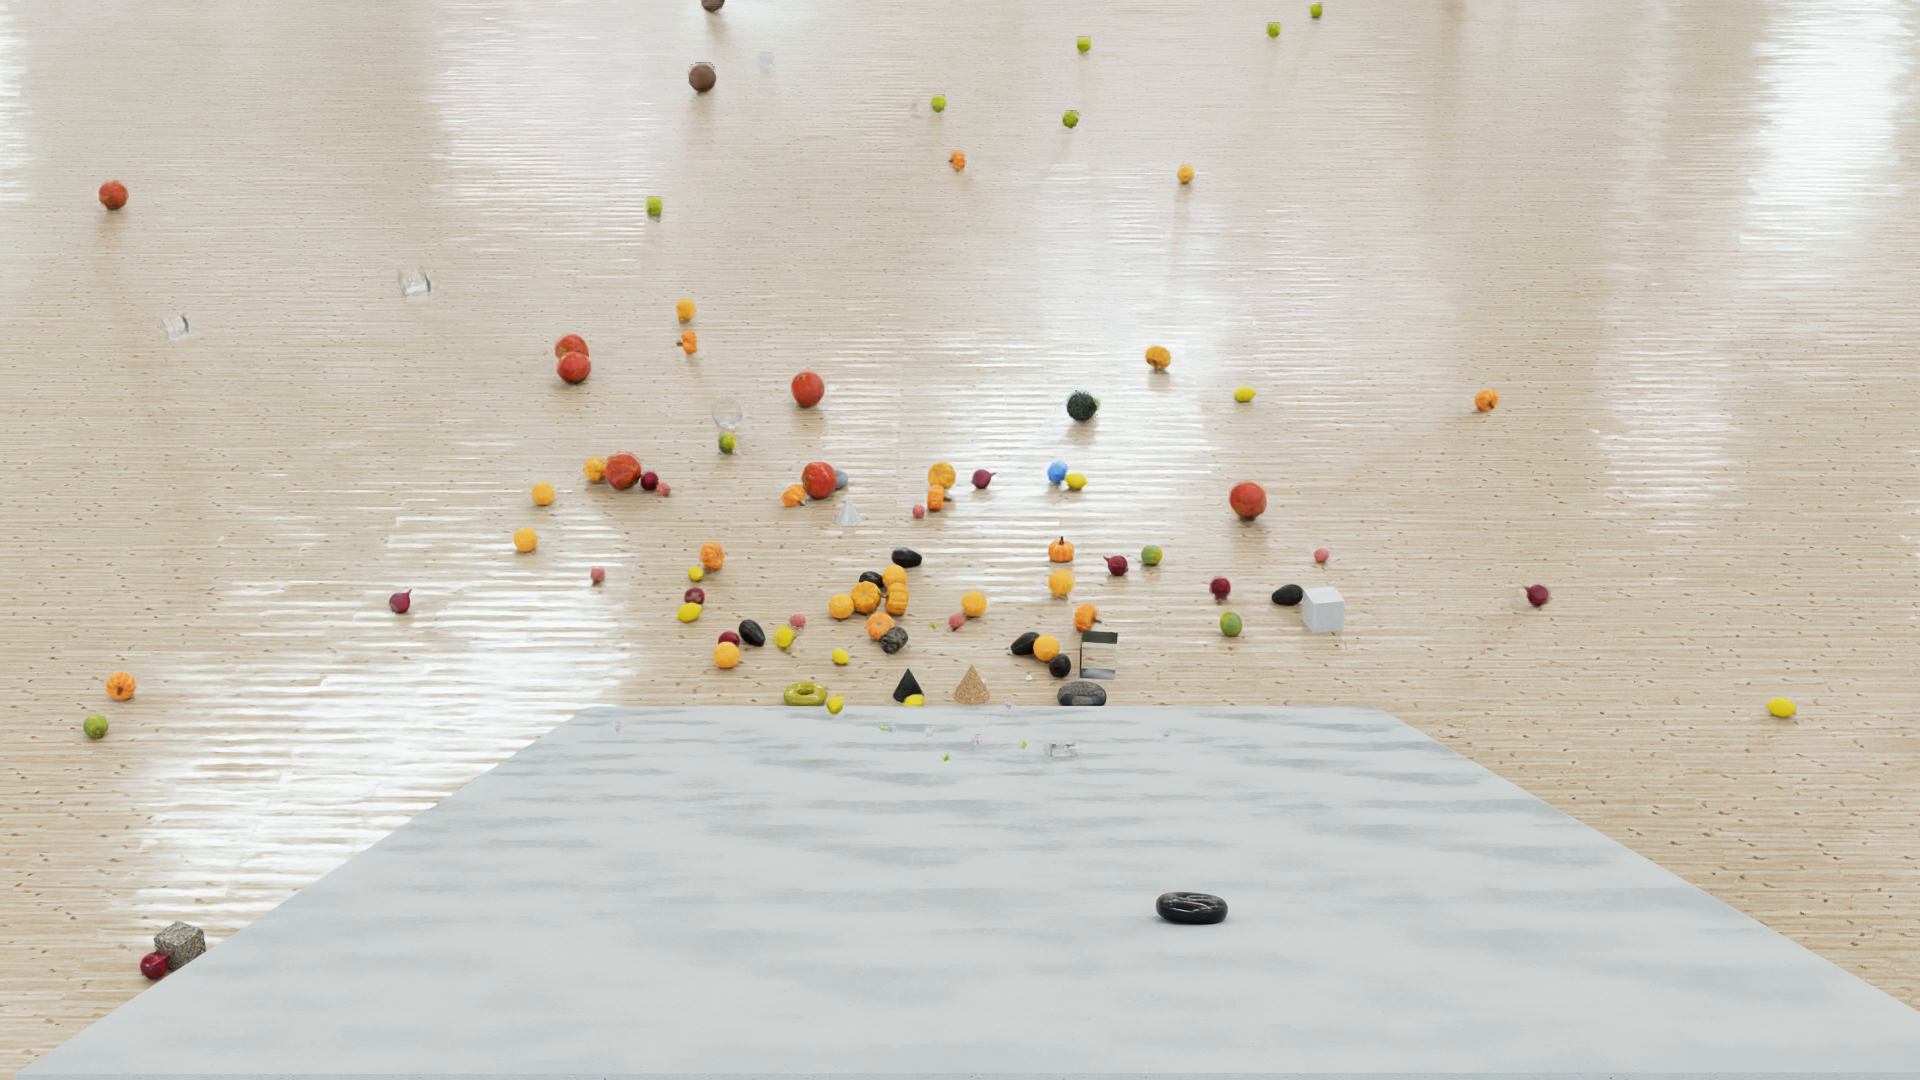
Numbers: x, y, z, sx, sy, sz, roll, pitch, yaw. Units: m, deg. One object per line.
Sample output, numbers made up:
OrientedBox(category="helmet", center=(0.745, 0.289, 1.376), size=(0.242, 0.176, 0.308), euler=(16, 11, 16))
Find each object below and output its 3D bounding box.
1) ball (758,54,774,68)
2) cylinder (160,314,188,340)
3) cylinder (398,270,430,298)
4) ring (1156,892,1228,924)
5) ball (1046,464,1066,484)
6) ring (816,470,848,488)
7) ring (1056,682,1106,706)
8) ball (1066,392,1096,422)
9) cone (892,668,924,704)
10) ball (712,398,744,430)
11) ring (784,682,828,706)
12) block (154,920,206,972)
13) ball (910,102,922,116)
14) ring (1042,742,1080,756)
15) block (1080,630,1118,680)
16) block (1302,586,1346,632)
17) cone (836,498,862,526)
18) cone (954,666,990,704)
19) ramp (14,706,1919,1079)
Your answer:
OrientedBox(category="ball", center=(-0.932, -2.301, 12.387), size=(0.067, 0.067, 0.067), euler=(0, 26, 0))
OrientedBox(category="cylinder", center=(-2.785, -0.754, 9.144), size=(0.076, 0.076, 0.076), euler=(-18, 31, -31))
OrientedBox(category="cylinder", center=(-2.017, -0.949, 9.533), size=(0.093, 0.093, 0.093), euler=(-13, 28, -25))
OrientedBox(category="ring", center=(0.309, 0.490, 3.437), size=(0.098, 0.033, 0.098), euler=(4, 0, 0))
OrientedBox(category="ball", center=(0.301, -0.208, 8.020), size=(0.062, 0.062, 0.062), euler=(0, 26, 0))
OrientedBox(category="ring", center=(-0.398, -0.189, 8.014), size=(0.103, 0.034, 0.103), euler=(-1, 26, 0))
OrientedBox(category="ring", center=(0.319, 0.411, 6.749), size=(0.131, 0.044, 0.131), euler=(0, 24, 0))
OrientedBox(category="ball", center=(0.398, -0.436, 8.457), size=(0.096, 0.096, 0.096), euler=(0, 26, 0))
OrientedBox(category="cone", center=(-0.136, 0.372, 6.782), size=(0.085, 0.085, 0.085), euler=(0, 26, 0))
OrientedBox(category="ball", center=(-0.755, -0.410, 8.399), size=(0.100, 0.100, 0.100), euler=(0, 26, 0))
OrientedBox(category="ring", center=(-0.405, 0.408, 6.761), size=(0.117, 0.039, 0.117), euler=(-1, 25, 0))
OrientedBox(category="block", center=(-1.720, 0.899, 5.691), size=(0.075, 0.075, 0.075), euler=(12, 28, 24))
OrientedBox(category="ball", center=(-0.200, -1.949, 11.664), size=(0.056, 0.056, 0.056), euler=(0, 26, 0))
OrientedBox(category="ring", center=(0.212, 0.440, 5.431), size=(0.078, 0.026, 0.078), euler=(1, 1, 0))
OrientedBox(category="block", center=(0.372, 0.308, 6.903), size=(0.095, 0.095, 0.095), euler=(3, 26, 6))
OrientedBox(category="block", center=(1.007, 0.193, 7.149), size=(0.090, 0.090, 0.090), euler=(-5, 26, -10))
OrientedBox(category="cone", center=(-0.336, -0.096, 7.766), size=(0.078, 0.078, 0.078), euler=(0, 26, 0))
OrientedBox(category="cone", center=(0.031, 0.367, 6.777), size=(0.097, 0.097, 0.097), euler=(0, 26, 0))
OrientedBox(category="ramp", center=(0.058, 0.526, 4.564), size=(2.000, 0.100, 4.000), euler=(0, 2, 0))
